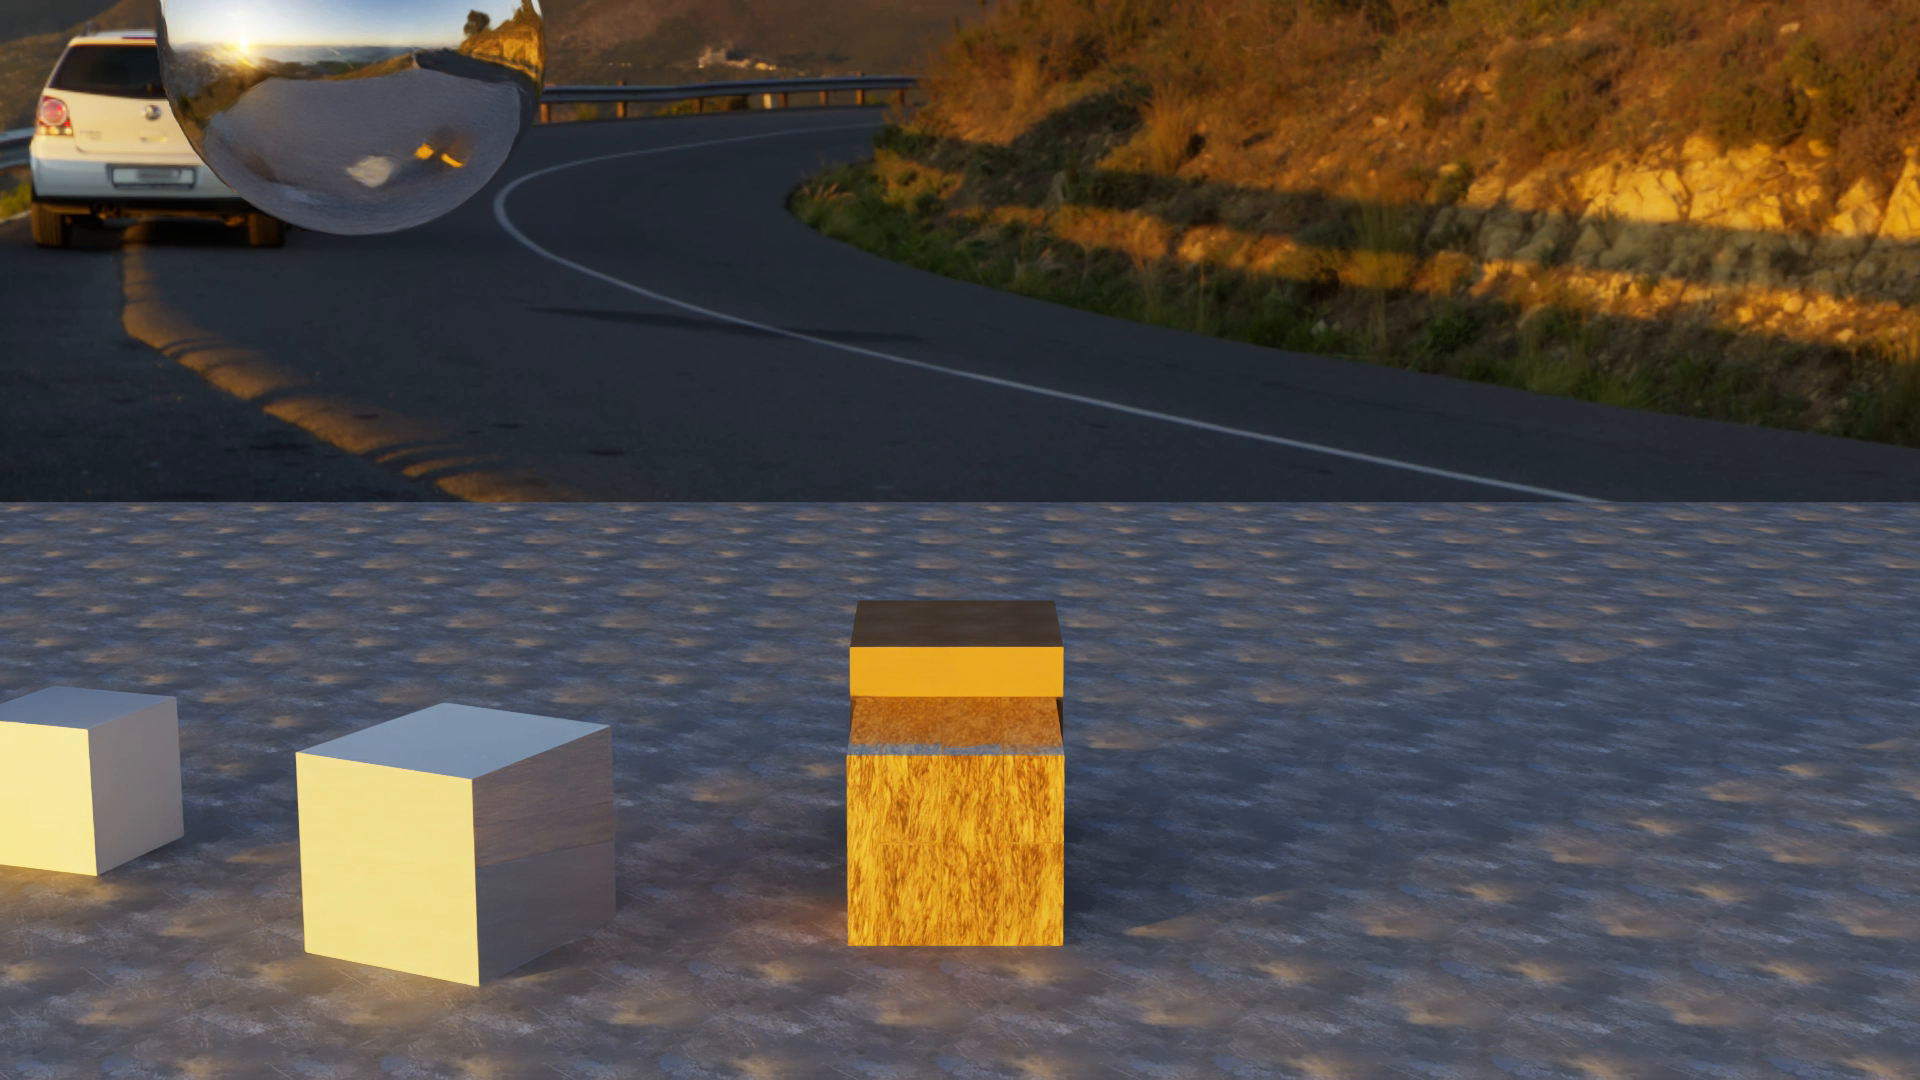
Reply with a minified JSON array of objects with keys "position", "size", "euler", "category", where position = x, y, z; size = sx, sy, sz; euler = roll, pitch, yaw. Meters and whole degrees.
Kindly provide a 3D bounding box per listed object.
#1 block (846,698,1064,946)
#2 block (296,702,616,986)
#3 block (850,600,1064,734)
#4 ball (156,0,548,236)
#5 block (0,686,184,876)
[{"position":[-0.018,1.173,10.875],"size":[0.876,0.801,0.980],"euler":[0,10,0],"category":"block"},{"position":[-2.049,1.220,10.523],"size":[0.873,0.835,0.931],"euler":[5,12,27],"category":"block"},{"position":[-0.017,0.883,11.844],"size":[0.937,1.024,1.010],"euler":[0,10,0],"category":"block"},{"position":[-2.549,-2.083,10.802],"size":[1.600,1.600,1.600],"euler":[0,10,0],"category":"ball"},{"position":[-4.045,1.087,11.724],"size":[0.679,0.667,0.639],"euler":[4,11,19],"category":"block"}]
